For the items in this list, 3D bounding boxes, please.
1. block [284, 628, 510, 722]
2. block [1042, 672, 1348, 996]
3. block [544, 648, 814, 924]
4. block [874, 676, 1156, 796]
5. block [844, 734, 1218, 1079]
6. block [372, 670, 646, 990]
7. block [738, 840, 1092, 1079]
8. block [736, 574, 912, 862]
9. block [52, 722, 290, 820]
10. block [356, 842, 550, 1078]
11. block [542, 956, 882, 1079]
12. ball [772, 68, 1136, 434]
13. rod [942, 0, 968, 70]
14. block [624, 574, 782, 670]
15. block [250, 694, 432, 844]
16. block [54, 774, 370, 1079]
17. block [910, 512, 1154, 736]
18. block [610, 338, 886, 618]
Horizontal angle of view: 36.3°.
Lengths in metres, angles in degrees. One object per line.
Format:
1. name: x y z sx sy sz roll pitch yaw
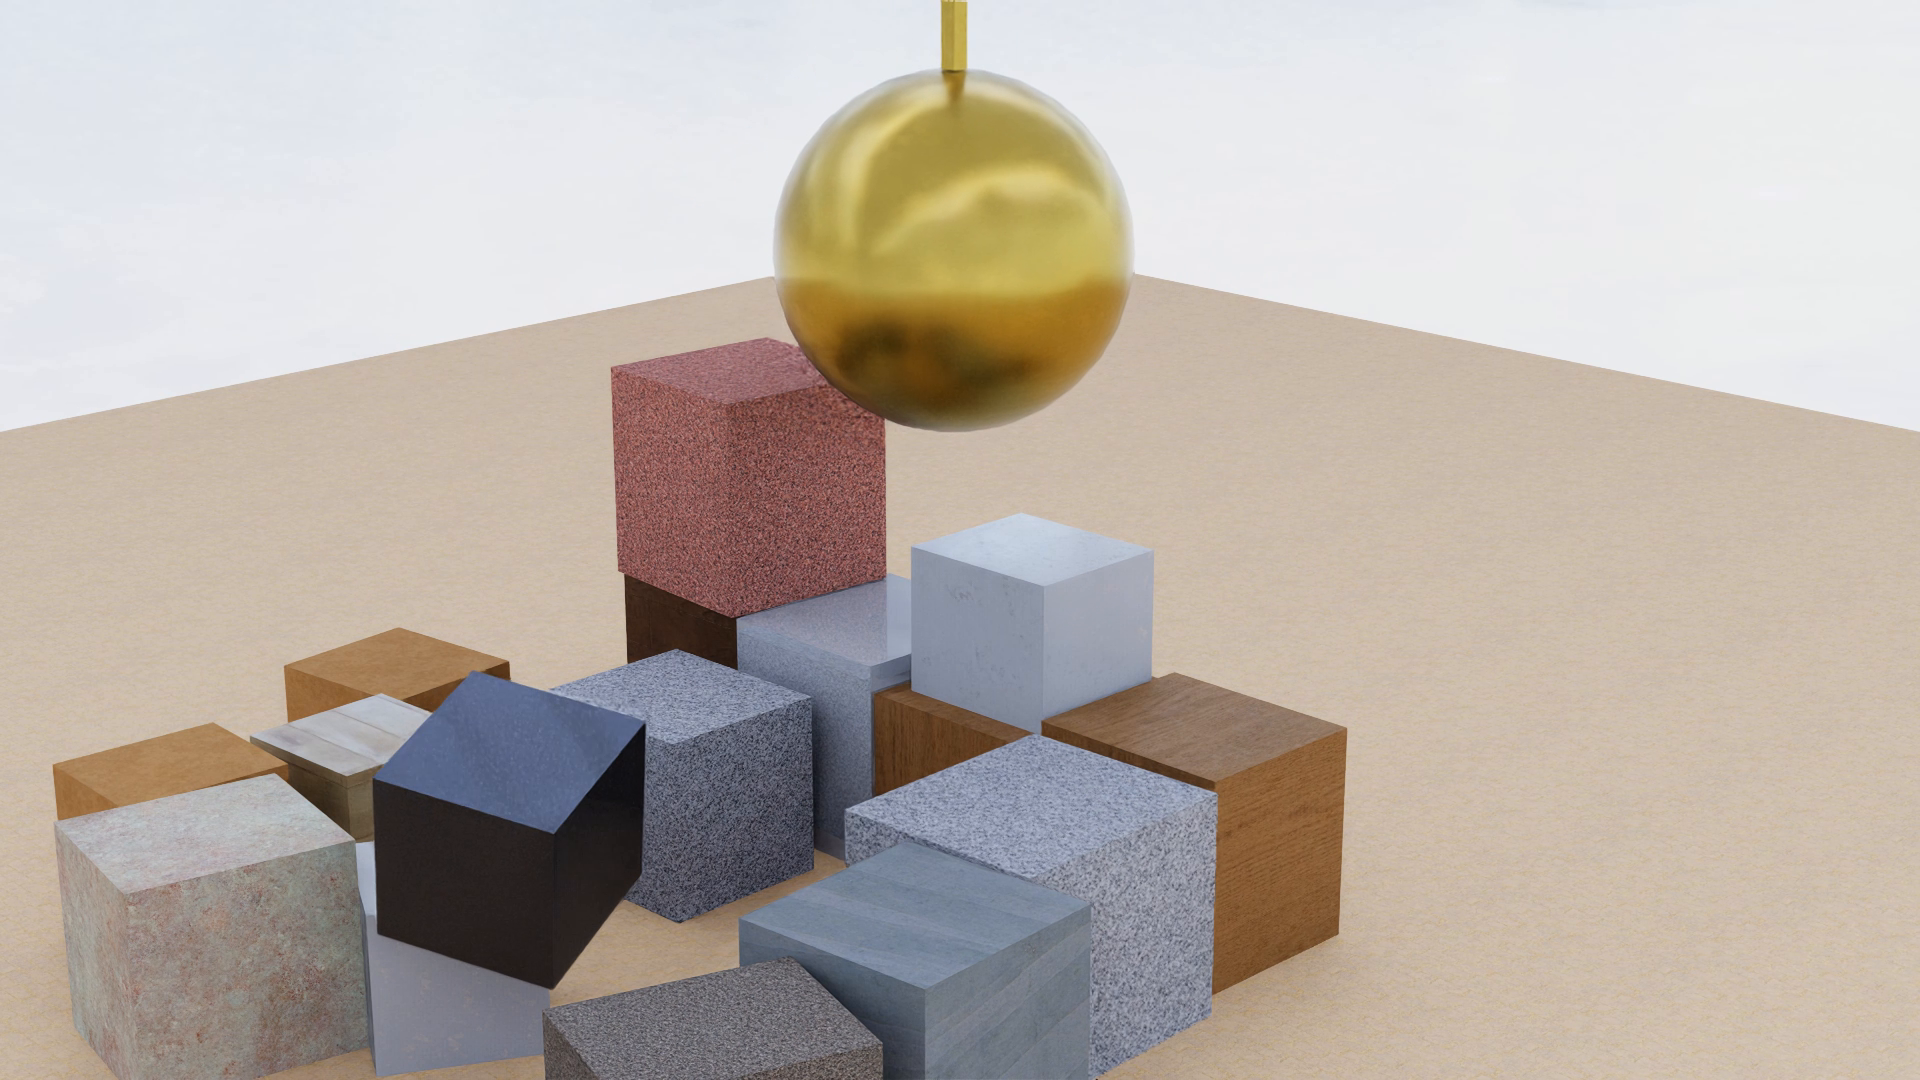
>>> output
1. block: -2.727 0.918 14.302 0.805 0.673 0.725 13 22 36
2. block: 1.005 1.254 12.741 0.870 0.968 0.981 -17 24 -42
3. block: -1.292 1.105 13.415 0.931 0.849 0.821 16 24 42
4. block: 0.312 1.098 13.381 1.058 0.882 0.912 -17 24 -42
5. block: 0.290 1.517 11.871 0.984 0.988 1.139 16 23 40
6. block: -1.729 1.108 11.313 0.751 0.753 0.778 15 34 15
7. block: -0.162 1.825 10.913 0.904 0.973 0.935 14 22 38
8. block: -0.374 0.847 13.964 0.988 1.010 0.929 -16 24 -42
9. block: -3.402 1.343 12.750 0.762 0.792 0.670 -15 23 -39
10. block: -2.079 1.656 11.913 0.697 0.697 0.727 -5 18 -16
11. block: -0.855 2.095 10.171 0.942 0.903 0.762 -9 19 -26
12. ball: -0.029 -1.272 12.912 1.600 1.600 1.600 0 17 0
13. rod: -0.013 -4.520 11.908 0.080 5.200 0.080 17 24 42
14. block: -1.009 0.644 14.601 0.925 1.016 0.901 -17 24 -42
15. block: -2.689 1.205 13.352 0.727 0.695 0.732 15 23 40
16. block: -3.006 1.587 11.783 0.931 0.906 0.845 -11 21 -32
17. block: 0.321 0.362 13.111 0.809 0.684 0.717 16 24 42
18. block: -1.023 -0.327 14.265 0.943 1.037 0.938 -14 23 -38
